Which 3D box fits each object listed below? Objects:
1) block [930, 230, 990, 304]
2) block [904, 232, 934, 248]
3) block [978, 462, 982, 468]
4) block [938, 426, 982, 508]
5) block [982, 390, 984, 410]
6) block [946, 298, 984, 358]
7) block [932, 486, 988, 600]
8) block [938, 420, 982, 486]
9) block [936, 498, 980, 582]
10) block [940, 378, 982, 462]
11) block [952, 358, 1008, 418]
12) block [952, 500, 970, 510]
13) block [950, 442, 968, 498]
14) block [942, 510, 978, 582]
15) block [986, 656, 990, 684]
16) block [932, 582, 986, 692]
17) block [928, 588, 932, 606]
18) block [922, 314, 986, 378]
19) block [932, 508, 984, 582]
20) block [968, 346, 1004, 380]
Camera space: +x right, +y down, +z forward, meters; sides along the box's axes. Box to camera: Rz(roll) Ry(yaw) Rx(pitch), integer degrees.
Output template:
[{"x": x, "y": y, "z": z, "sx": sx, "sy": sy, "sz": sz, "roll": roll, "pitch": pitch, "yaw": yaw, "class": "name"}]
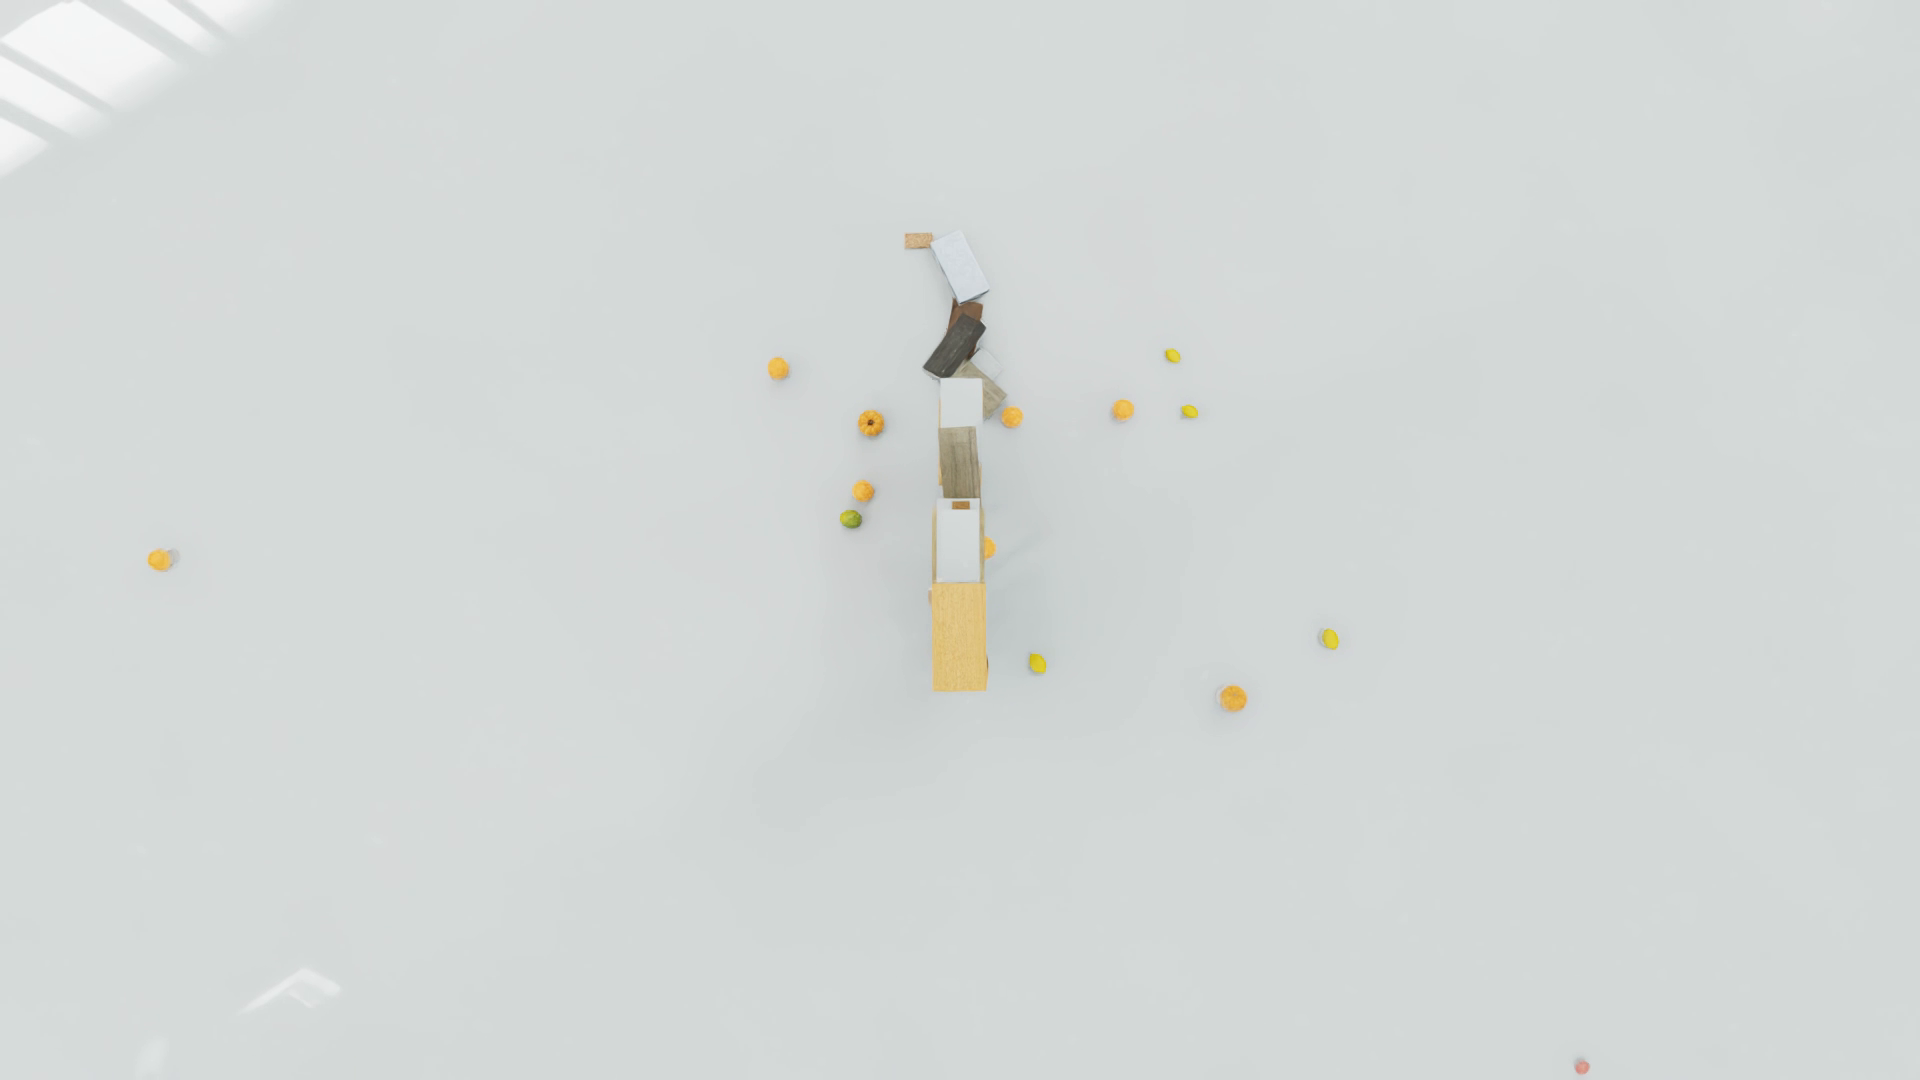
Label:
[{"x": 0.000, "y": -0.904, "z": 5.467, "sx": 0.112, "sy": 0.032, "sz": 0.224, "roll": -26, "pitch": 85, "yaw": -8, "class": "block"}, {"x": -0.137, "y": -0.997, "z": 5.493, "sx": 0.095, "sy": 0.013, "sz": 0.047, "roll": -2, "pitch": 90, "yaw": 0, "class": "block"}, {"x": 0.002, "y": -0.244, "z": 5.067, "sx": 0.124, "sy": 0.248, "sz": 0.035, "roll": 0, "pitch": 88, "yaw": 0, "class": "block"}, {"x": 0.001, "y": -0.198, "z": 4.912, "sx": 0.112, "sy": 0.032, "sz": 0.305, "roll": -3, "pitch": 125, "yaw": 2, "class": "block"}, {"x": 0.009, "y": -0.420, "z": 5.067, "sx": 0.124, "sy": 0.248, "sz": 0.035, "roll": 1, "pitch": 82, "yaw": 0, "class": "block"}, {"x": 0.010, "y": -0.692, "z": 5.486, "sx": 0.102, "sy": 0.029, "sz": 0.204, "roll": 11, "pitch": 90, "yaw": 0, "class": "block"}, {"x": 0.001, "y": 0.009, "z": 5.124, "sx": 0.175, "sy": 0.050, "sz": 0.351, "roll": 0, "pitch": 90, "yaw": 0, "class": "block"}, {"x": 0.001, "y": -0.308, "z": 5.211, "sx": 0.135, "sy": 0.038, "sz": 0.270, "roll": 1, "pitch": 90, "yaw": 0, "class": "block"}, {"x": -0.005, "y": 0.003, "z": 4.501, "sx": 0.116, "sy": 0.033, "sz": 0.231, "roll": 0, "pitch": 90, "yaw": 0, "class": "block"}, {"x": 0.005, "y": -0.356, "z": 4.925, "sx": 0.124, "sy": 0.035, "sz": 0.248, "roll": 0, "pitch": 90, "yaw": 0, "class": "block"}, {"x": 0.048, "y": -0.508, "z": 5.442, "sx": 0.204, "sy": 0.029, "sz": 0.102, "roll": 40, "pitch": 95, "yaw": -12, "class": "block"}, {"x": 0.003, "y": -0.084, "z": 4.438, "sx": 0.047, "sy": 0.095, "sz": 0.013, "roll": 0, "pitch": 110, "yaw": 0, "class": "block"}, {"x": -0.001, "y": -0.174, "z": 4.902, "sx": 0.047, "sy": 0.013, "sz": 0.263, "roll": -1, "pitch": 125, "yaw": 1, "class": "block"}, {"x": 0.001, "y": 0.015, "z": 4.284, "sx": 0.094, "sy": 0.027, "sz": 0.187, "roll": 0, "pitch": 90, "yaw": 0, "class": "block"}, {"x": 0.005, "y": 0.335, "z": 4.364, "sx": 0.137, "sy": 0.275, "sz": 0.039, "roll": 6, "pitch": 92, "yaw": 0, "class": "block"}, {"x": -0.002, "y": 0.247, "z": 4.207, "sx": 0.137, "sy": 0.039, "sz": 0.275, "roll": 0, "pitch": 90, "yaw": 0, "class": "block"}, {"x": -0.016, "y": 0.164, "z": 4.946, "sx": 0.153, "sy": 0.307, "sz": 0.043, "roll": -4, "pitch": 90, "yaw": 0, "class": "block"}, {"x": -0.018, "y": -0.630, "z": 5.415, "sx": 0.224, "sy": 0.112, "sz": 0.032, "roll": -54, "pitch": 133, "yaw": -2, "class": "block"}, {"x": -0.005, "y": 0.062, "z": 4.771, "sx": 0.153, "sy": 0.043, "sz": 0.307, "roll": 0, "pitch": 90, "yaw": 0, "class": "block"}, {"x": 0.038, "y": -0.530, "z": 5.467, "sx": 0.102, "sy": 0.029, "sz": 0.204, "roll": 41, "pitch": 95, "yaw": -12, "class": "block"}]
